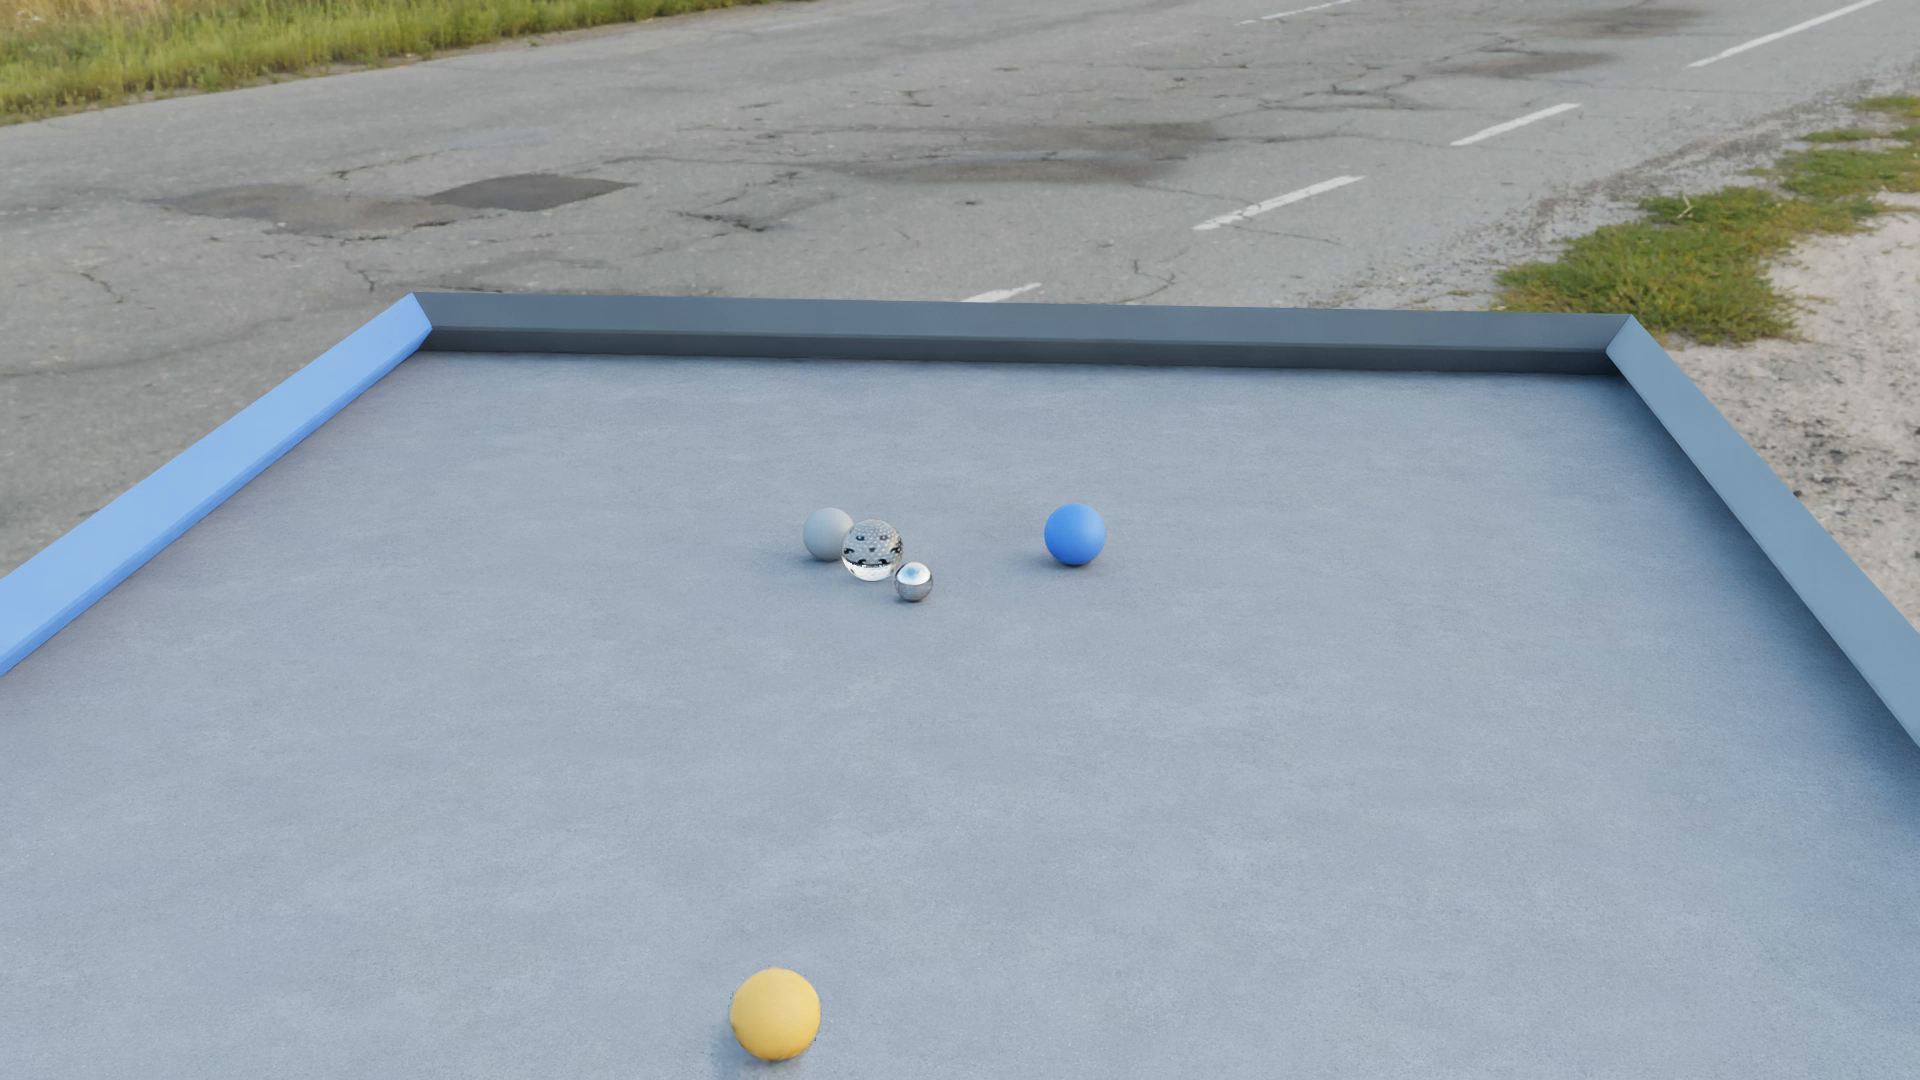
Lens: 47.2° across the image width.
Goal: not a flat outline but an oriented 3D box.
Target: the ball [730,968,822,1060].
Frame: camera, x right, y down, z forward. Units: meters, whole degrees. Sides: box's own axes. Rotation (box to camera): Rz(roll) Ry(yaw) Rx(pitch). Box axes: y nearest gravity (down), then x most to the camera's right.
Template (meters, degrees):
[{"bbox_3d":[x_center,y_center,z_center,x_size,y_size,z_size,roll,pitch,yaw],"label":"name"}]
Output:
[{"bbox_3d":[-0.137,0.351,1.630,0.067,0.067,0.067,0,19,0],"label":"ball"}]

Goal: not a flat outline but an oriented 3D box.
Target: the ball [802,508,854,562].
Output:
[{"bbox_3d":[-0.158,-0.007,2.666,0.065,0.065,0.065,0,19,0],"label":"ball"}]

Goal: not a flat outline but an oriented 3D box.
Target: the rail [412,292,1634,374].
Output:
[{"bbox_3d":[0.077,-0.329,3.543,1.974,0.097,0.045,2,19,4],"label":"rail"}]

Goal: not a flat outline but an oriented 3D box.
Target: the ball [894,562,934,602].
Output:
[{"bbox_3d":[-0.053,0.048,2.537,0.046,0.046,0.046,0,19,0],"label":"ball"}]

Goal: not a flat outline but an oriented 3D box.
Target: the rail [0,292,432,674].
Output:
[{"bbox_3d":[-1.039,0.279,1.790,0.045,0.097,3.926,2,19,4],"label":"rail"}]

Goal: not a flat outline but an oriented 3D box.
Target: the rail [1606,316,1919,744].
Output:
[{"bbox_3d":[0.881,0.330,1.643,0.045,0.097,3.926,2,19,4],"label":"rail"}]

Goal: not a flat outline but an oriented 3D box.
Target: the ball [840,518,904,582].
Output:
[{"bbox_3d":[-0.103,0.012,2.598,0.074,0.074,0.074,0,19,0],"label":"ball"}]

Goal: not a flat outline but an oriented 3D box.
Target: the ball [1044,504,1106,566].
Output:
[{"bbox_3d":[0.139,-0.007,2.652,0.075,0.075,0.075,0,19,0],"label":"ball"}]
